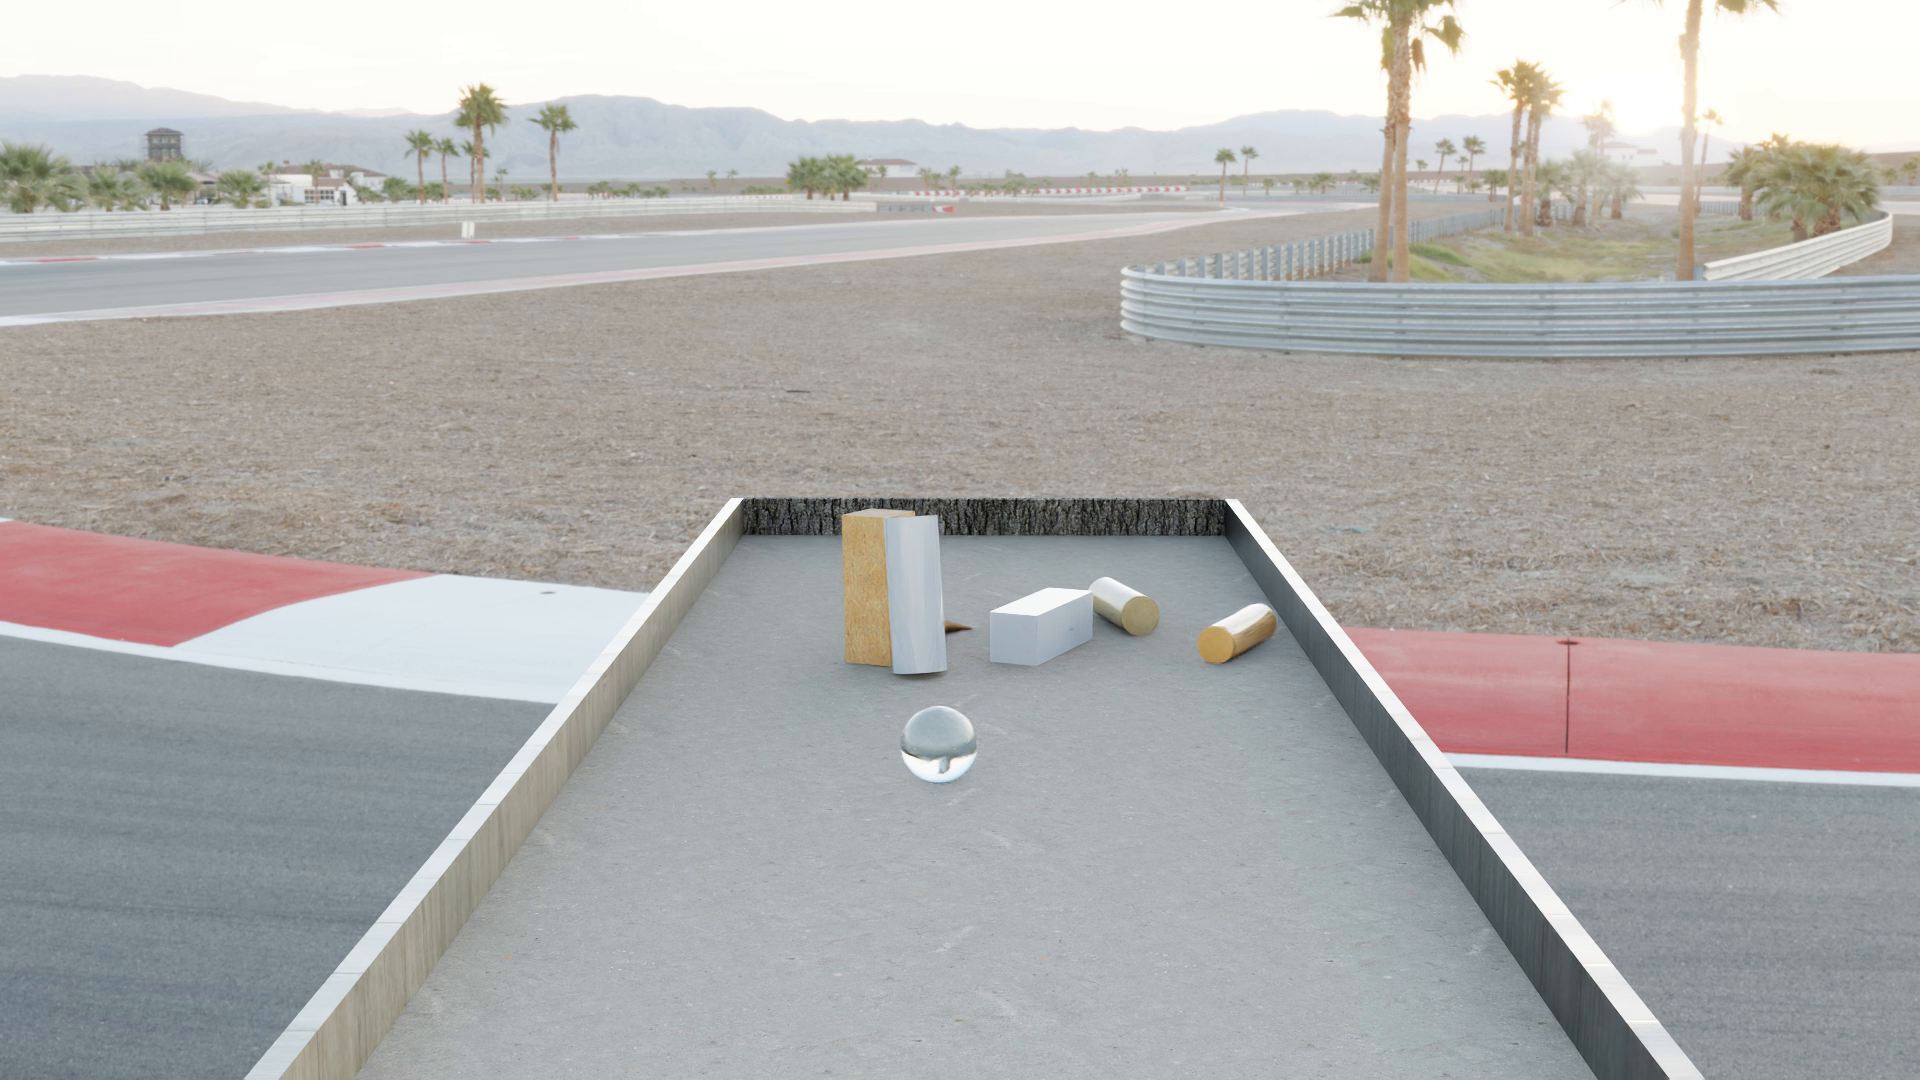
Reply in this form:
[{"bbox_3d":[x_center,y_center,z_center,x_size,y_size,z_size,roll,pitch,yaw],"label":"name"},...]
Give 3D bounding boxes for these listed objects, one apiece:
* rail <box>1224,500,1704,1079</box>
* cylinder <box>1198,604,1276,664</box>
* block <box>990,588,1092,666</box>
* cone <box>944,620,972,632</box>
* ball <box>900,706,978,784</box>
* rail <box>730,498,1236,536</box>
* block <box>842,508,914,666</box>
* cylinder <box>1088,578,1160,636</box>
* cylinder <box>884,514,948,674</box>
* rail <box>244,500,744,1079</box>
[{"bbox_3d":[1.046,0.843,3.208,0.050,0.150,12.000,0,9,1],"label":"rail"},{"bbox_3d":[0.861,0.288,6.821,0.116,0.116,0.409,4,10,26],"label":"cylinder"},{"bbox_3d":[0.257,0.266,6.838,0.154,0.154,0.452,4,10,25],"label":"block"},{"bbox_3d":[-0.098,0.275,7.079,0.367,0.124,0.124,6,4,-35],"label":"cone"},{"bbox_3d":[-0.051,0.493,5.301,0.186,0.186,0.186,0,9,0],"label":"ball"},{"bbox_3d":[0.099,-0.098,9.147,2.100,0.150,0.050,0,9,1],"label":"rail"},{"bbox_3d":[-0.242,0.141,6.668,0.160,0.450,0.160,4,10,30],"label":"block"},{"bbox_3d":[0.534,0.217,7.226,0.130,0.130,0.356,-2,9,-15],"label":"cylinder"},{"bbox_3d":[-0.132,0.159,6.489,0.161,0.457,0.161,-4,1,0],"label":"cylinder"},{"bbox_3d":[-1.004,0.839,3.234,0.050,0.150,12.000,0,9,1],"label":"rail"}]
